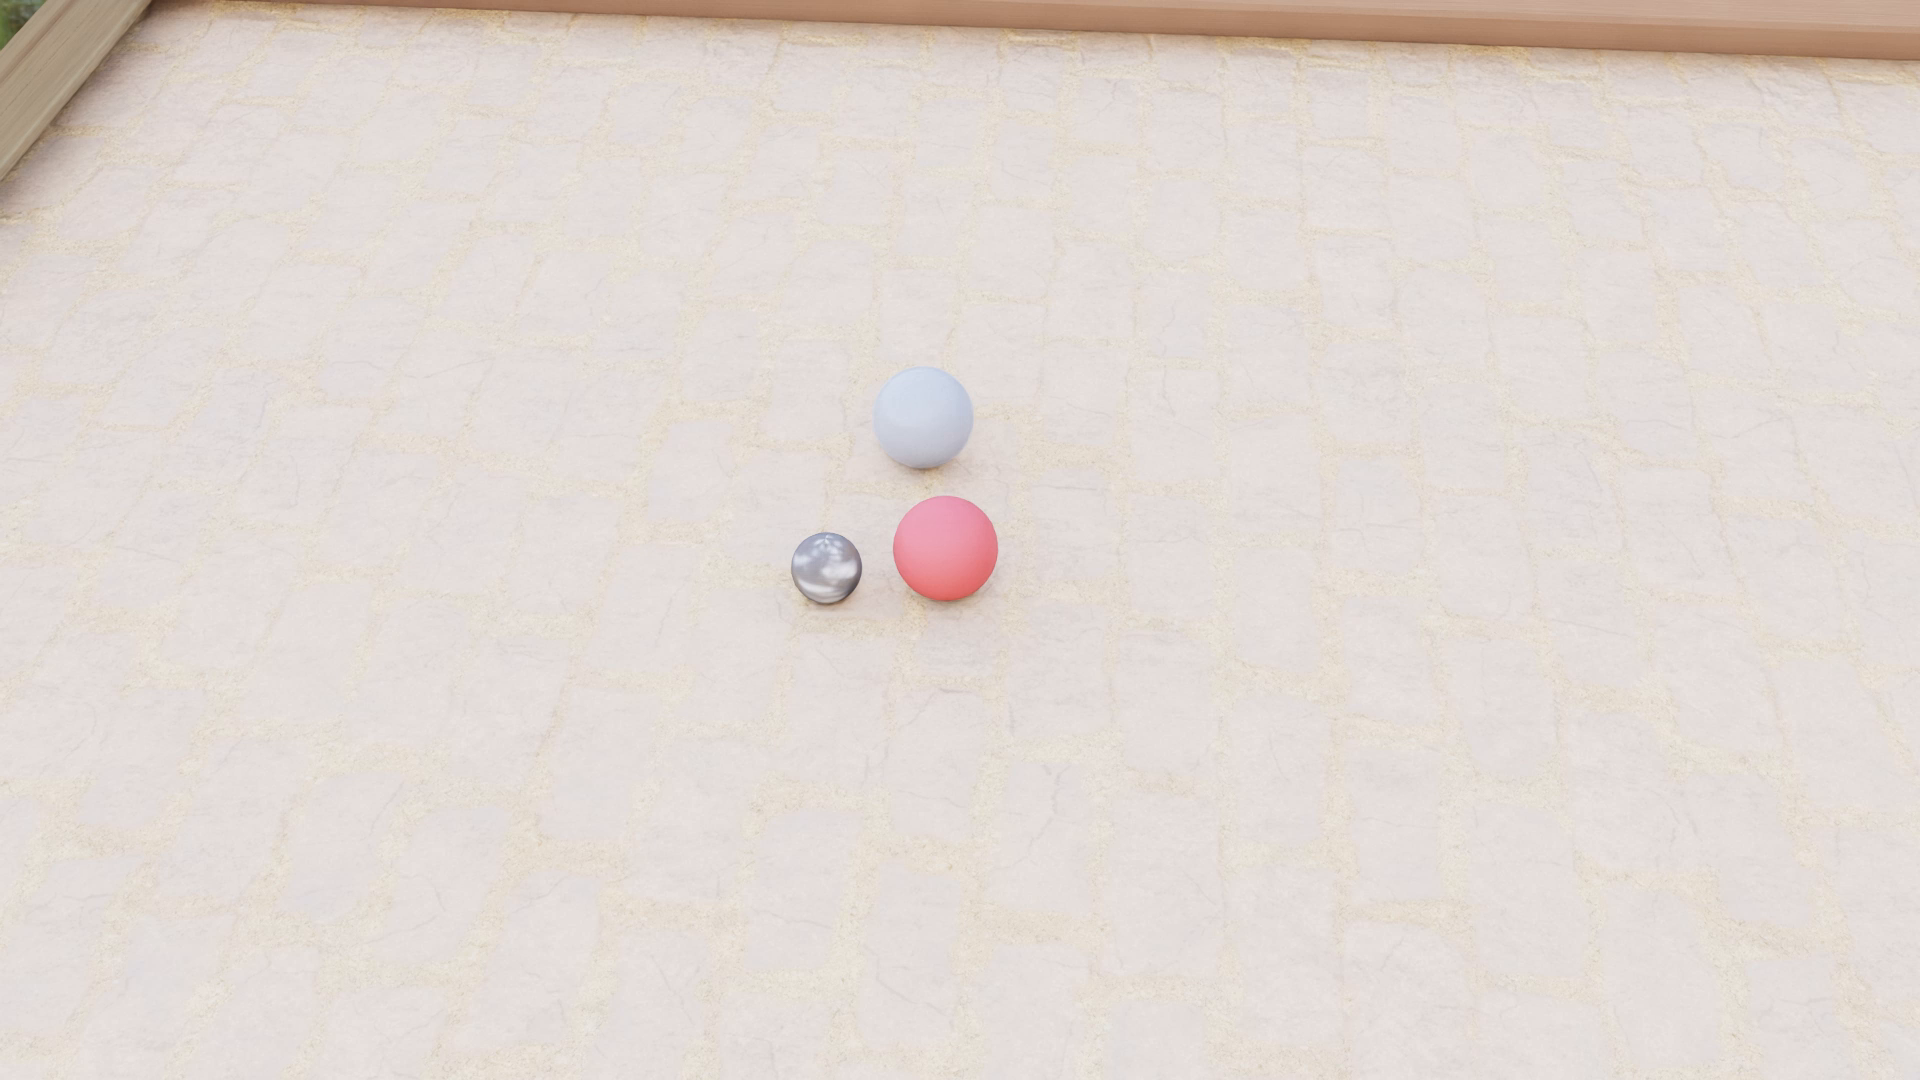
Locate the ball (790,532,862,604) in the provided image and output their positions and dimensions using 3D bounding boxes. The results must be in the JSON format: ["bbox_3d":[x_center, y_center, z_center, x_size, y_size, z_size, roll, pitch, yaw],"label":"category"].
[{"bbox_3d":[-0.091,0.019,1.749,0.049,0.049,0.049,0,36,0],"label":"ball"}]

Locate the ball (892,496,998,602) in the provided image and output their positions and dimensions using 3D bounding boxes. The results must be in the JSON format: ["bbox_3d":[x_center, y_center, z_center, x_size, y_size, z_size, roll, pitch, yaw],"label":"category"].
[{"bbox_3d":[-0.010,0.006,1.747,0.072,0.072,0.072,0,36,0],"label":"ball"}]

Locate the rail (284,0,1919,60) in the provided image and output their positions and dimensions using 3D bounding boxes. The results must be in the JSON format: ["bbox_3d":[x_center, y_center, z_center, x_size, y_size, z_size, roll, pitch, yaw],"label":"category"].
[{"bbox_3d":[0.966,-0.486,2.412,3.576,0.098,0.045,3,36,4],"label":"rail"}]

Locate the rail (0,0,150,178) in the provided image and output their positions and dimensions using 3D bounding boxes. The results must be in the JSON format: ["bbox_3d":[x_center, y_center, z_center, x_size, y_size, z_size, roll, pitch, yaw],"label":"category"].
[{"bbox_3d":[-0.867,-0.057,1.811,0.045,0.098,1.831,3,36,4],"label":"rail"}]

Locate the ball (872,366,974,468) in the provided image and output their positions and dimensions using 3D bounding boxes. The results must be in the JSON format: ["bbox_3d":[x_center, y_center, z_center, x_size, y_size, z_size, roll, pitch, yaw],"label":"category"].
[{"bbox_3d":[-0.027,-0.090,1.878,0.075,0.075,0.075,0,36,0],"label":"ball"}]
